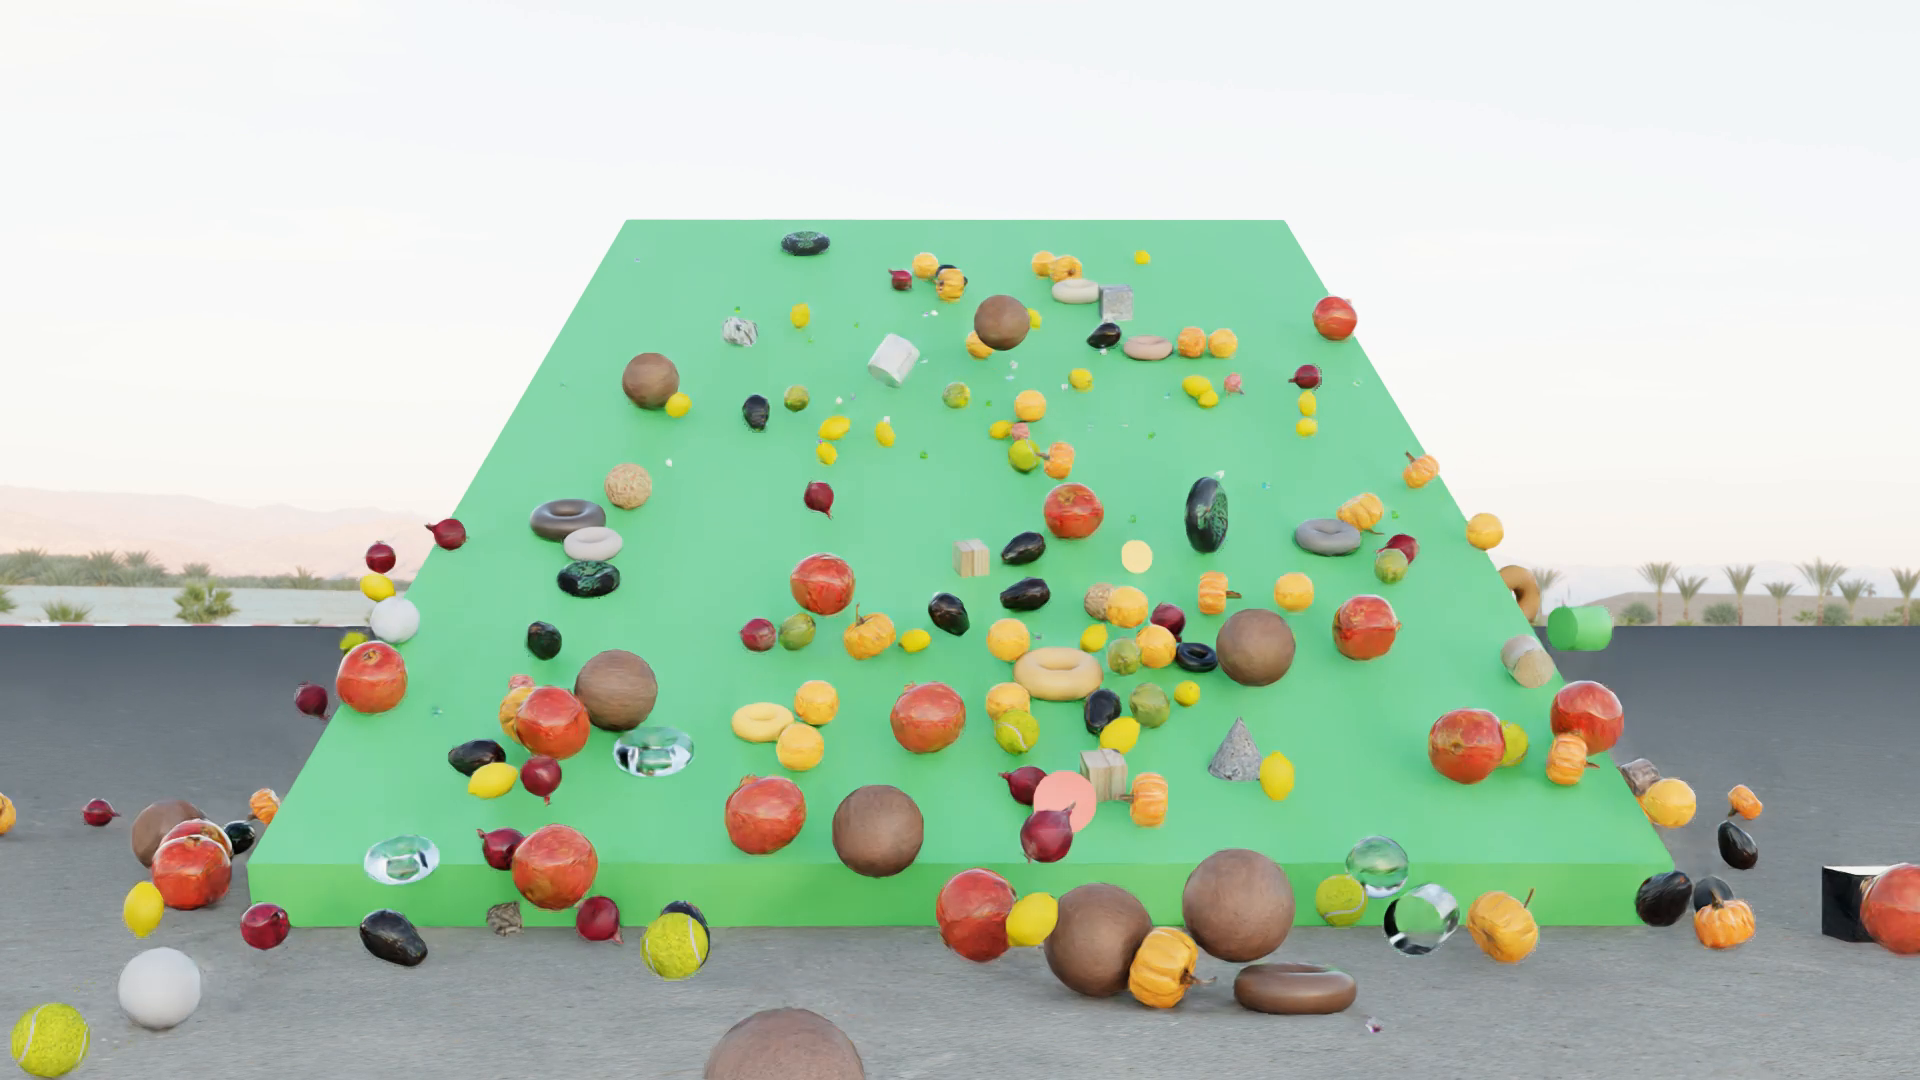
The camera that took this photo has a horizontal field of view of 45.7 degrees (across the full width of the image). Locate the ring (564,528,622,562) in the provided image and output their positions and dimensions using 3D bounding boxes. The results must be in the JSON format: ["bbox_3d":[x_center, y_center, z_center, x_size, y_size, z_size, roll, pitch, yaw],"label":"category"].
[{"bbox_3d":[-0.692,0.009,4.299,0.112,0.037,0.112,0,25,0],"label":"ring"}]

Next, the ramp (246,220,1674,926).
[{"bbox_3d":[-0.006,-0.214,5.079,2.000,0.100,4.000,0,21,0],"label":"ramp"}]

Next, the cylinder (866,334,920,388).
[{"bbox_3d":[-0.155,-0.414,5.277,0.090,0.090,0.090,29,-17,9],"label":"cylinder"}]

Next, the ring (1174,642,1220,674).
[{"bbox_3d":[0.396,0.197,3.820,0.077,0.026,0.077,6,28,-3],"label":"ring"}]

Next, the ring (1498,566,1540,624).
[{"bbox_3d":[1.103,0.123,4.565,0.146,0.146,0.049,1,7,-35],"label":"ring"}]

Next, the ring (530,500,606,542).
[{"bbox_3d":[-0.758,-0.038,4.407,0.148,0.049,0.148,1,22,0],"label":"ring"}]

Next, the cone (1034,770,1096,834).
[{"bbox_3d":[0.148,0.382,3.323,0.091,0.091,0.091,0,-6,-3],"label":"cone"}]

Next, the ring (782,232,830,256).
[{"bbox_3d":[-0.442,-0.850,6.537,0.143,0.048,0.143,0,22,0],"label":"ring"}]

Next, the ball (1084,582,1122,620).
[{"bbox_3d":[0.250,0.107,4.005,0.067,0.067,0.067,0,-2,0],"label":"ball"}]

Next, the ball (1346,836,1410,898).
[{"bbox_3d":[0.568,0.445,3.102,0.086,0.086,0.086,0,-2,0],"label":"ball"}]

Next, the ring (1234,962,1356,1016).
[{"bbox_3d":[0.374,0.500,2.545,0.137,0.046,0.137,0,-3,0],"label":"ring"}]

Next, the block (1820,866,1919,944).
[{"bbox_3d":[1.238,0.496,3.103,0.093,0.093,0.093,0,-2,-4],"label":"block"}]

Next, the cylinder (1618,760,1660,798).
[{"bbox_3d":[1.391,0.496,4.708,0.073,0.073,0.073,-12,5,-31],"label":"cylinder"}]

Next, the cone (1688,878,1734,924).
[{"bbox_3d":[1.064,0.522,3.276,0.067,0.067,0.067,1,-15,-16],"label":"cone"}]

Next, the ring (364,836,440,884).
[{"bbox_3d":[-0.775,0.444,3.166,0.104,0.035,0.104,-1,22,0],"label":"ring"}]

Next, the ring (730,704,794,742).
[{"bbox_3d":[-0.310,0.286,3.580,0.101,0.034,0.101,0,21,0],"label":"ring"}]

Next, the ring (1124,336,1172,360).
[{"bbox_3d":[0.457,-0.467,5.546,0.122,0.041,0.122,-1,21,0],"label":"ring"}]

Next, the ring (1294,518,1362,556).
[{"bbox_3d":[0.700,-0.006,4.340,0.126,0.042,0.126,1,22,0],"label":"ring"}]

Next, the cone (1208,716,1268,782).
[{"bbox_3d":[0.422,0.305,3.452,0.092,0.092,0.092,0,21,0],"label":"cone"}]

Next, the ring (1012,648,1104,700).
[{"bbox_3d":[0.161,0.219,3.738,0.150,0.050,0.150,1,20,0],"label":"ring"}]

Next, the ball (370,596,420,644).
[{"bbox_3d":[-0.966,0.138,3.899,0.082,0.082,0.082,0,-2,0],"label":"ball"}]

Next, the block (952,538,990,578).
[{"bbox_3d":[0.020,0.034,4.215,0.053,0.053,0.053,-7,22,-18],"label":"block"}]

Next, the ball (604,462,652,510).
[{"bbox_3d":[-0.658,-0.107,4.522,0.094,0.094,0.094,0,-2,0],"label":"ball"}]

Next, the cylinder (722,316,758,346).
[{"bbox_3d":[-0.544,-0.516,5.631,0.065,0.065,0.065,16,8,35],"label":"cylinder"}]

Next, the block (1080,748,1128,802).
[{"bbox_3d":[0.212,0.349,3.384,0.057,0.057,0.057,-4,21,-11],"label":"block"}]

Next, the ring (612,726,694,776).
[{"bbox_3d":[-0.467,0.322,3.476,0.124,0.041,0.124,1,21,0],"label":"ring"}]

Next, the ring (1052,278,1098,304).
[{"bbox_3d":[0.309,-0.657,6.038,0.136,0.045,0.136,-1,22,0],"label":"ring"}]

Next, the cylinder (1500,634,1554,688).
[{"bbox_3d":[0.936,0.200,3.763,0.068,0.068,0.068,0,21,-7],"label":"cylinder"}]

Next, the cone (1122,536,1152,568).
[{"bbox_3d":[0.316,0.034,4.250,0.063,0.063,0.063,1,-24,-30],"label":"cone"}]

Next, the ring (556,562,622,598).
[{"bbox_3d":[-0.673,0.071,4.137,0.116,0.039,0.116,1,21,0],"label":"ring"}]

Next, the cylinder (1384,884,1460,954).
[{"bbox_3d":[0.584,0.479,2.885,0.076,0.076,0.076,-1,4,28],"label":"cylinder"}]

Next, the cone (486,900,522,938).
[{"bbox_3d":[-0.599,0.494,3.043,0.051,0.051,0.051,0,23,13],"label":"cone"}]

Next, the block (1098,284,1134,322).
[{"bbox_3d":[0.400,-0.611,5.869,0.078,0.078,0.078,-2,21,-6],"label":"block"}]

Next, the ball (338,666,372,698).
[{"bbox_3d":[-0.982,0.230,3.701,0.051,0.051,0.051,0,-2,0],"label":"ball"}]

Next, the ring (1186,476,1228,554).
[{"bbox_3d":[0.463,-0.045,4.280,0.049,0.147,0.147,2,-1,26],"label":"ring"}]

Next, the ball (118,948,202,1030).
[{"bbox_3d":[-0.849,0.476,2.420,0.085,0.085,0.085,0,-2,0],"label":"ball"}]
